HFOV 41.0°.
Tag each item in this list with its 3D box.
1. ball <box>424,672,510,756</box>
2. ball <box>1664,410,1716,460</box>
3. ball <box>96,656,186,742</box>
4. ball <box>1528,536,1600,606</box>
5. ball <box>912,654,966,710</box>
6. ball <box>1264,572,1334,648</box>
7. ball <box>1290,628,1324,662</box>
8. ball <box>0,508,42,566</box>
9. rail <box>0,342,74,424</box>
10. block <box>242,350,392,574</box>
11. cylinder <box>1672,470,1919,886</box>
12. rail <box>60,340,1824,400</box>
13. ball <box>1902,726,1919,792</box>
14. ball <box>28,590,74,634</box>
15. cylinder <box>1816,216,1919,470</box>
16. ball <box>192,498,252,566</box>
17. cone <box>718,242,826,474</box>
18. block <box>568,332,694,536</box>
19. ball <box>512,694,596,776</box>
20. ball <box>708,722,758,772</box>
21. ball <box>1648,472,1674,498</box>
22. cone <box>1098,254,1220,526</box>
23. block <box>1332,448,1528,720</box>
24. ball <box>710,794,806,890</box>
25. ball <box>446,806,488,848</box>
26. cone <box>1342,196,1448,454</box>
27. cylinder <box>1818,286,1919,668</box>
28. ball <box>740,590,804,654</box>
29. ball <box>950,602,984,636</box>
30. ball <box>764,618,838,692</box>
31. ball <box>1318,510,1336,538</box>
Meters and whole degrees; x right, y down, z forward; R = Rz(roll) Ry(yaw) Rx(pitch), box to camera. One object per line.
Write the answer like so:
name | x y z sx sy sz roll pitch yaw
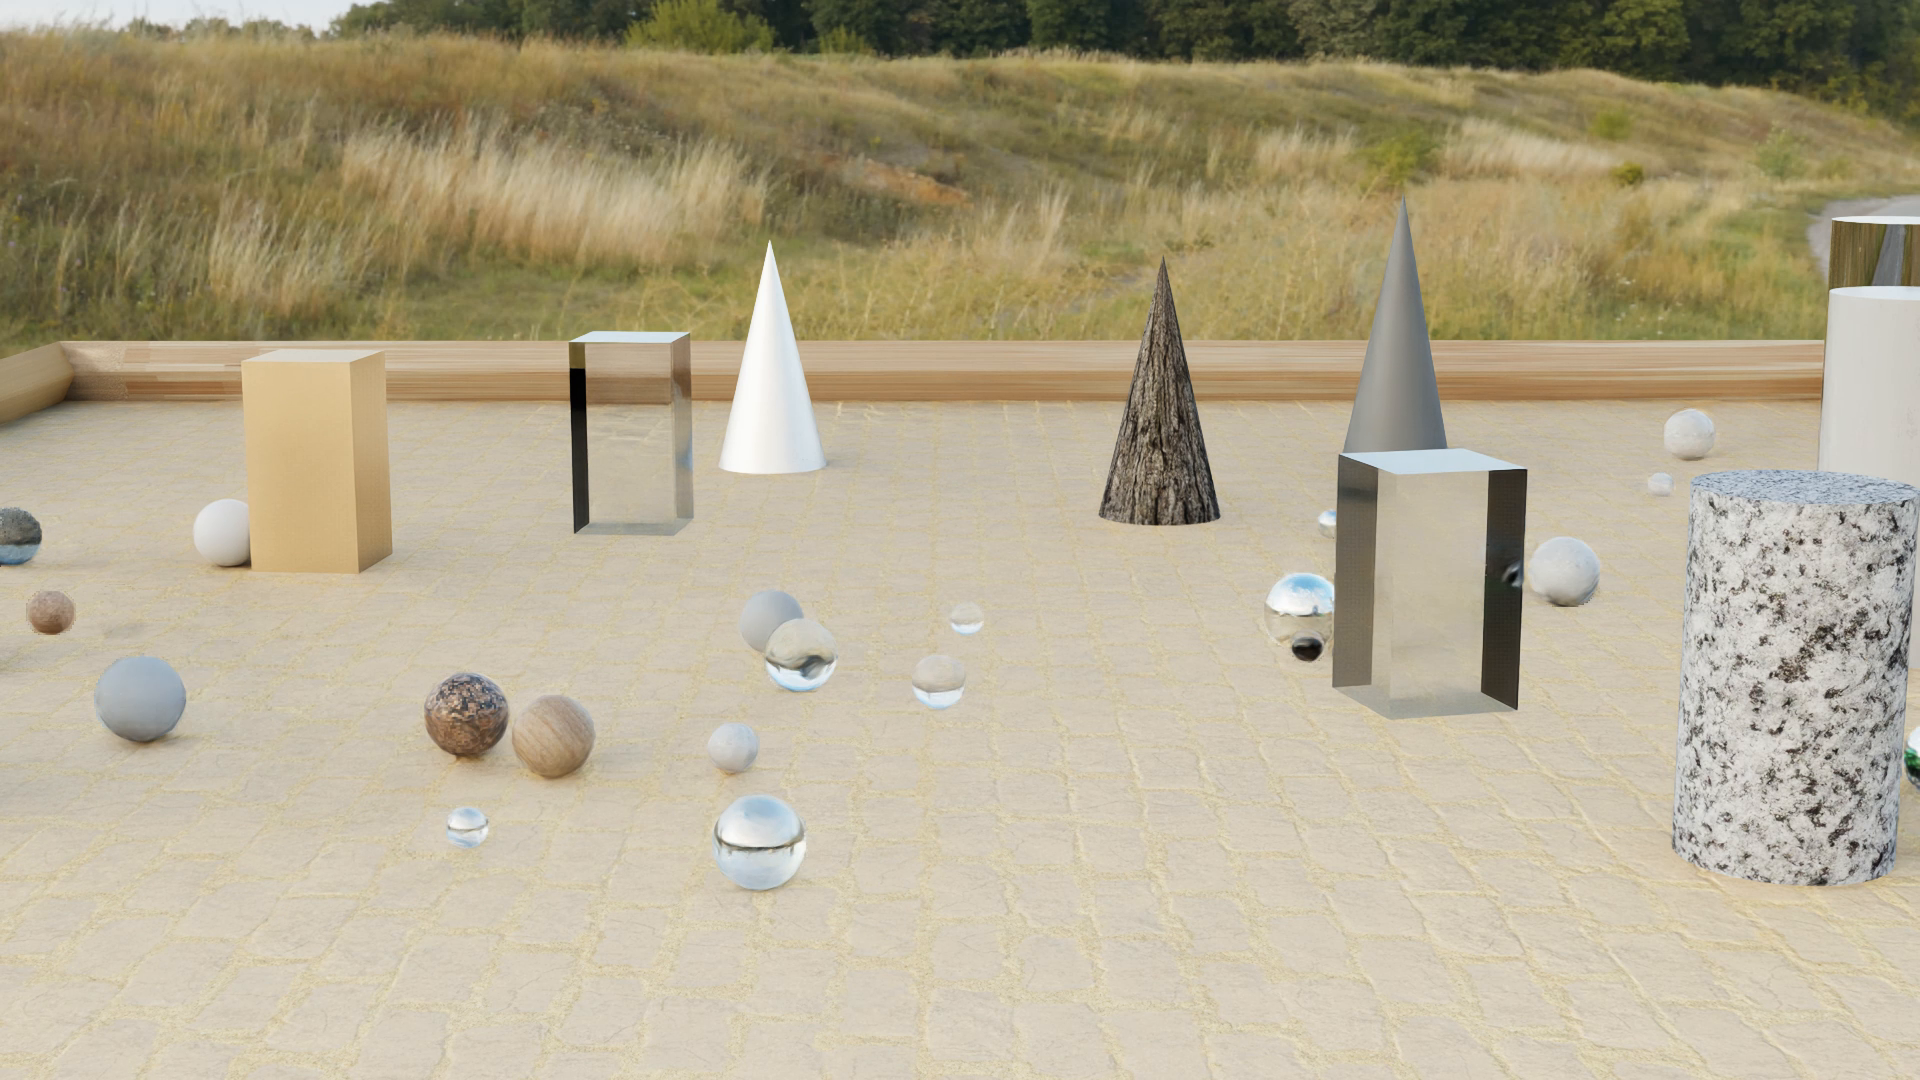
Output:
ball | -0.527 0.186 2.737 0.091 0.091 0.091 0 10 0
ball | 1.364 -0.197 4.797 0.095 0.095 0.095 0 10 0
ball | -0.893 0.173 2.799 0.094 0.094 0.094 0 10 0
ball | 0.824 0.043 3.498 0.095 0.095 0.095 0 10 0
ball | -0.024 0.162 2.940 0.063 0.063 0.063 0 10 0
ball | 0.433 0.090 3.231 0.100 0.100 0.100 0 10 0
ball | 0.429 0.130 3.172 0.042 0.042 0.042 0 10 0
ball | -1.398 -0.005 3.782 0.086 0.086 0.086 0 10 0
rail | -1.942 0.035 3.438 0.045 0.130 4.482 0 10 0
block | -0.945 -0.118 3.784 0.160 0.308 0.160 1 11 5
cylinder | 0.771 0.122 2.375 0.200 0.348 0.200 0 10 0
rail | -0.013 -0.370 5.629 3.931 0.130 0.045 0 10 0
ball | 0.989 0.220 2.576 0.083 0.083 0.083 0 10 0
ball | -1.179 0.094 3.327 0.057 0.057 0.057 0 10 0
cylinder | 1.408 -0.233 3.879 0.200 0.499 0.200 0 10 0
ball | -1.078 -0.011 3.779 0.099 0.099 0.099 0 10 0
cone | -0.346 -0.343 4.704 0.200 0.415 0.200 0 10 0
block | -0.521 -0.172 4.084 0.160 0.304 0.160 1 11 5
ball | -0.421 0.203 2.660 0.085 0.085 0.085 0 10 0
ball | -0.236 0.217 2.677 0.053 0.053 0.053 0 10 0
ball | 1.197 -0.093 4.381 0.042 0.042 0.042 0 10 0
cone | 0.328 -0.252 4.177 0.200 0.428 0.200 0 10 0
block | 0.540 0.047 2.965 0.160 0.280 0.160 -3 11 -15
ball | -0.180 0.270 2.295 0.086 0.086 0.086 0 10 0
ball | -0.464 0.271 2.417 0.040 0.040 0.040 0 10 0
cone | 0.827 -0.405 4.827 0.200 0.494 0.200 0 10 0
cylinder | 1.176 -0.083 3.200 0.200 0.450 0.200 0 10 0
ball | -0.235 0.103 3.214 0.081 0.081 0.081 0 10 0
ball | 0.009 0.102 3.320 0.043 0.043 0.043 0 10 0
ball | -0.187 0.135 3.023 0.086 0.086 0.086 0 10 0
ball | 0.580 -0.025 4.000 0.046 0.046 0.046 0 10 0
